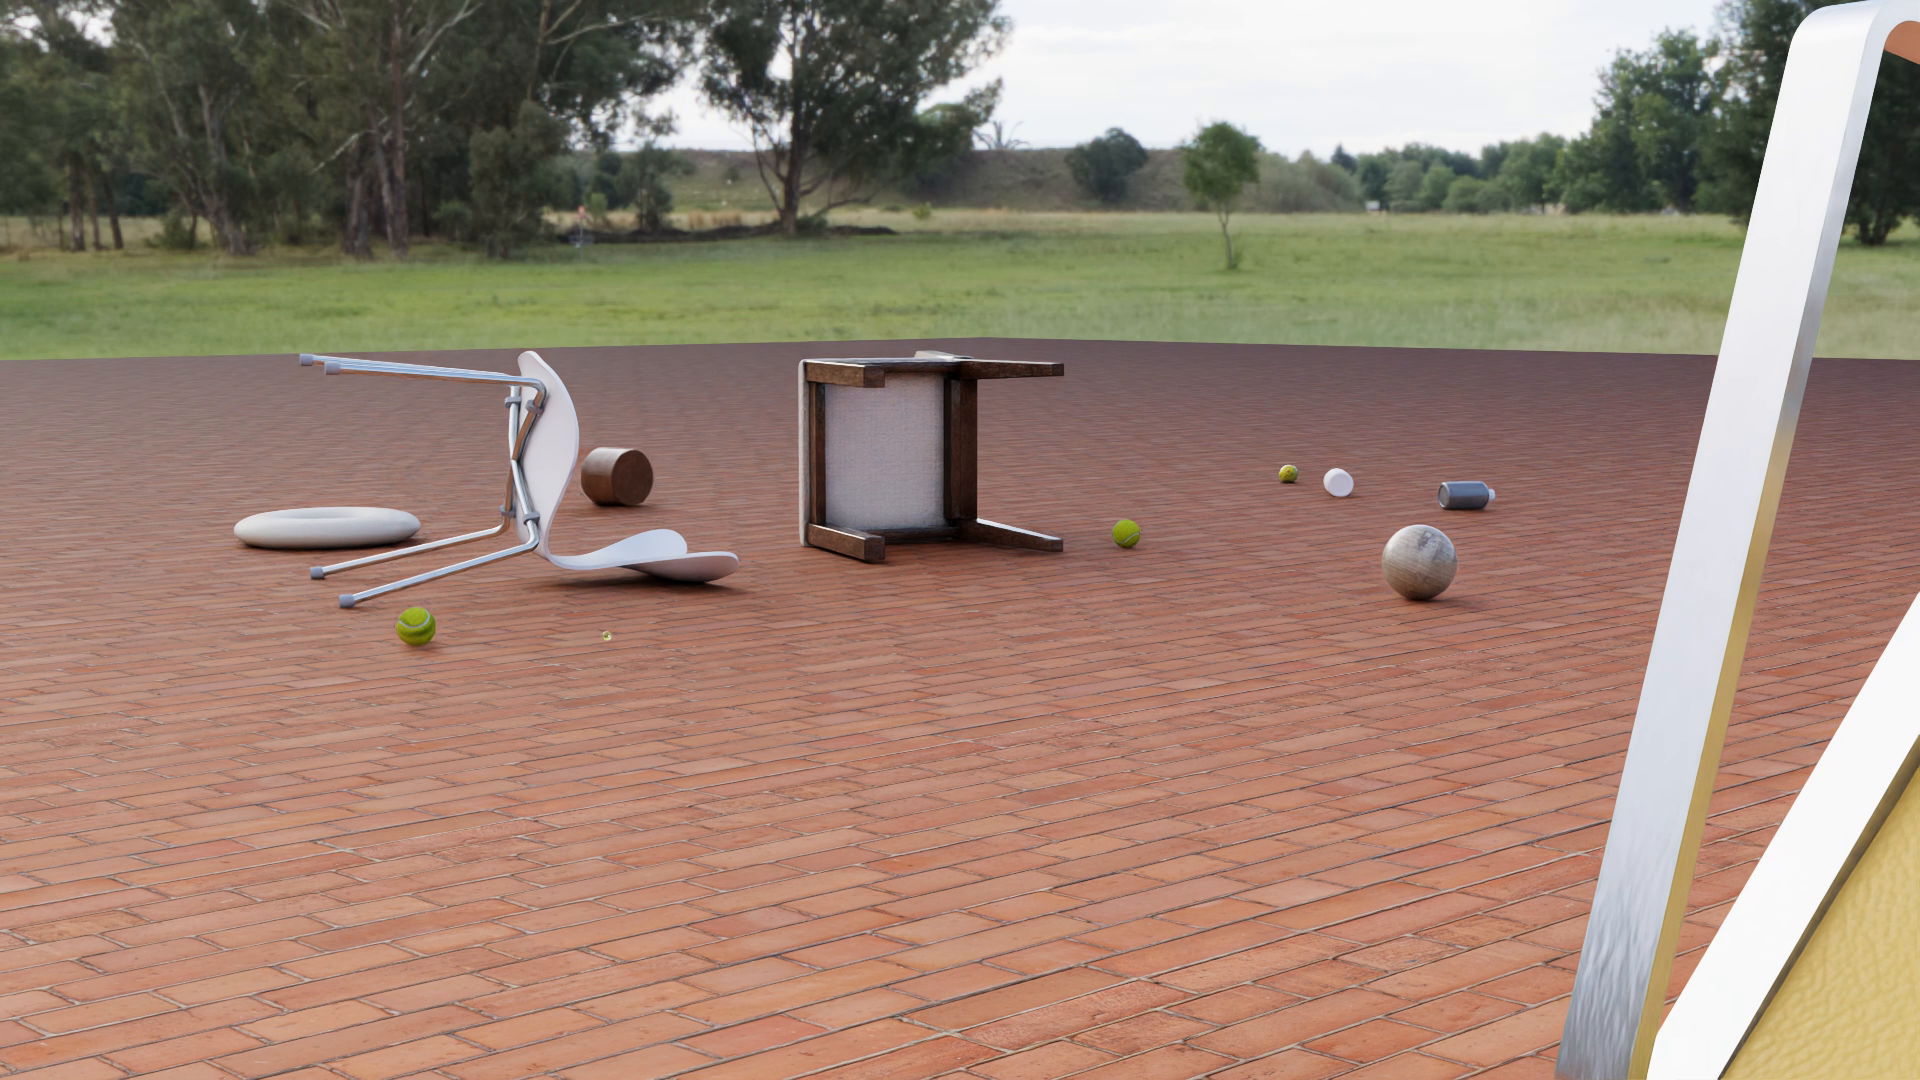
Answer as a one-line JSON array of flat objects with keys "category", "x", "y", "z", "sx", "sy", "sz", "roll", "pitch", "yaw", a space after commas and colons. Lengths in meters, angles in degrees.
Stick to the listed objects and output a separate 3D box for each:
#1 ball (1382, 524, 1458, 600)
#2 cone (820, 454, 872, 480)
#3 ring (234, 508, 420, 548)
[{"category": "ball", "x": 0.935, "y": 0.046, "z": 5.220, "sx": 0.153, "sy": 0.153, "sz": 0.153, "roll": 0, "pitch": 6, "yaw": 0}, {"category": "cone", "x": -0.354, "y": -0.212, "z": 8.258, "sx": 0.169, "sy": 0.089, "sz": 0.128, "roll": 15, "pitch": 19, "yaw": 1}, {"category": "ring", "x": -1.565, "y": -0.030, "z": 6.352, "sx": 0.451, "sy": 0.073, "sz": 0.417, "roll": -3, "pitch": 7, "yaw": -22}]
